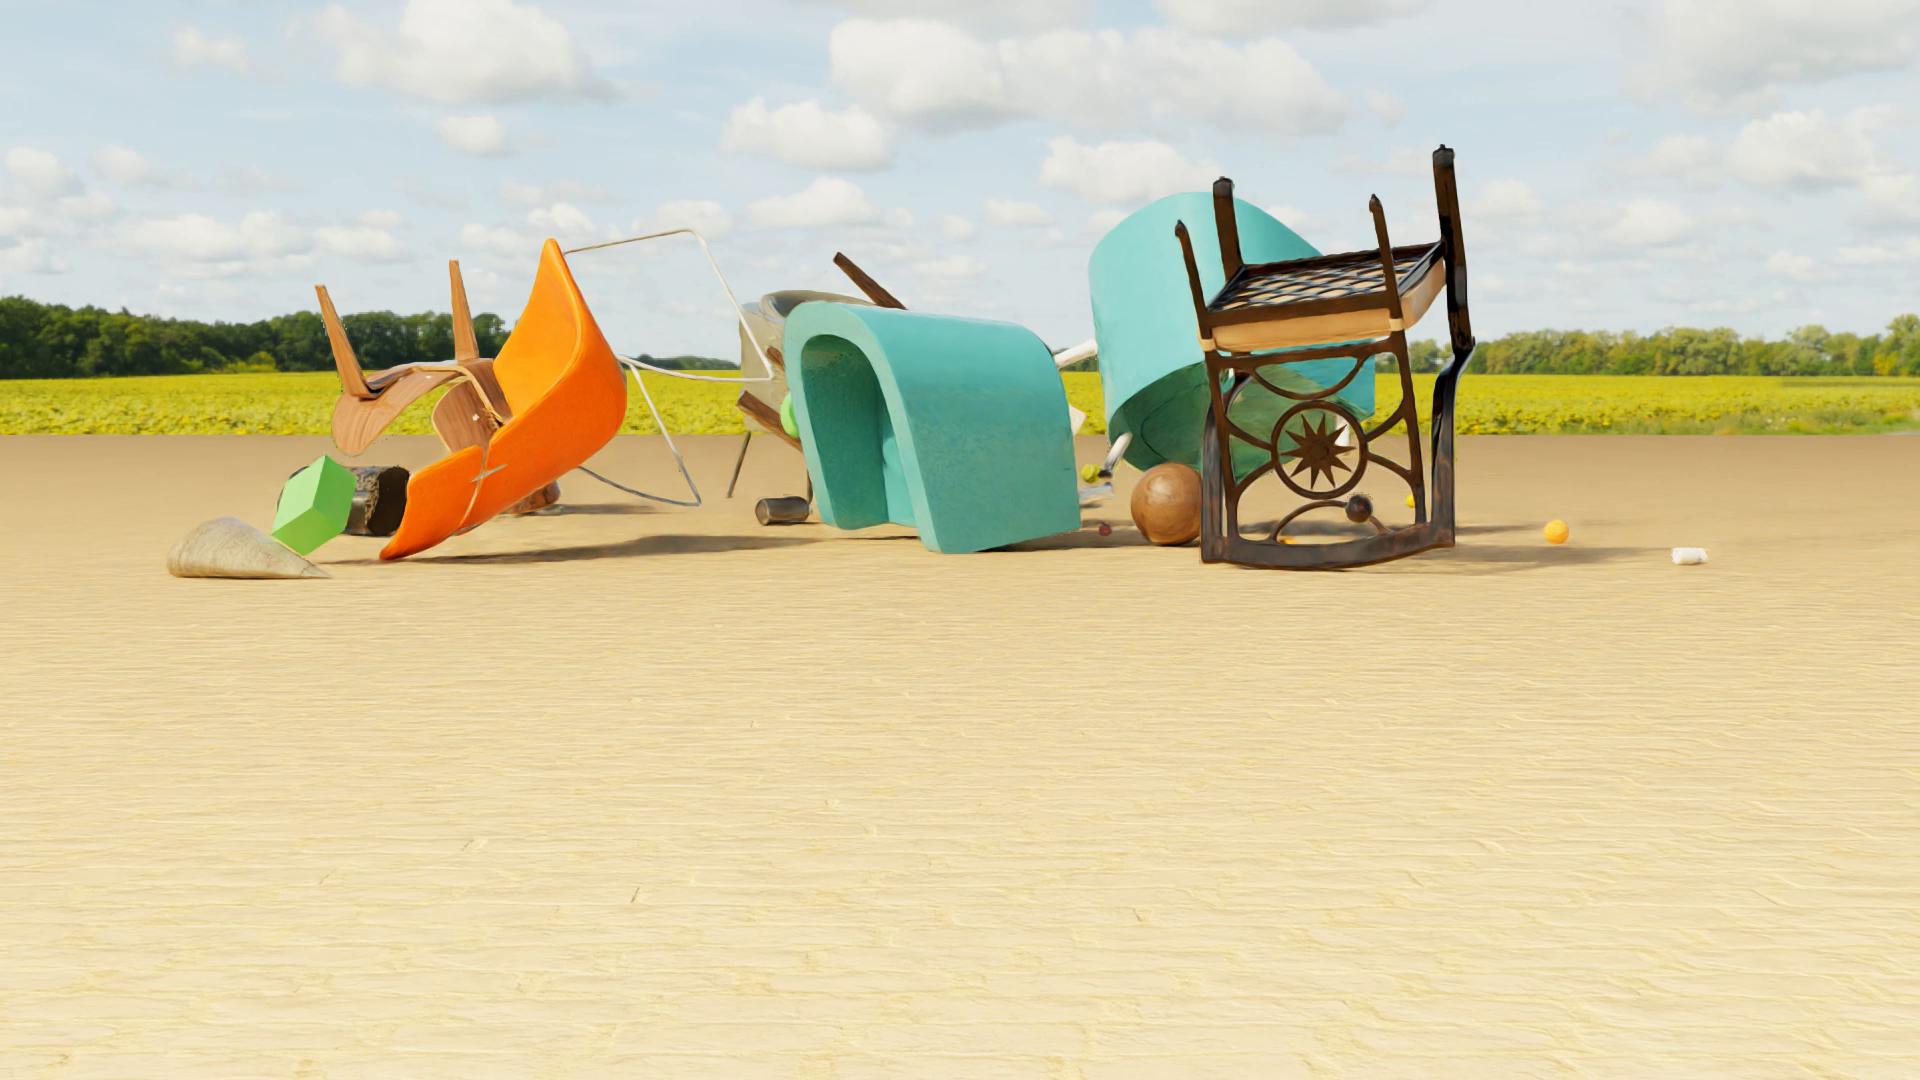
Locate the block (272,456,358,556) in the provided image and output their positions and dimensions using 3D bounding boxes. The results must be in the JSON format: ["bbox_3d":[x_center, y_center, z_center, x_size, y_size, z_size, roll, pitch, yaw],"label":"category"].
[{"bbox_3d":[-1.651,-0.087,5.628,0.158,0.188,0.106,-29,-51,26],"label":"block"}]

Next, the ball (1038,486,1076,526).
[{"bbox_3d":[0.322,-0.112,7.255,0.127,0.127,0.127,0,4,0],"label":"ball"}]

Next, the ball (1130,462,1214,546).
[{"bbox_3d":[0.606,-0.102,6.287,0.240,0.240,0.240,0,4,0],"label":"ball"}]

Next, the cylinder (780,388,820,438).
[{"bbox_3d":[-0.522,-0.415,7.183,0.106,0.154,0.084,3,-8,-25],"label":"cylinder"}]

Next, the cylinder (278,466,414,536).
[{"bbox_3d":[-1.895,-0.123,6.790,0.308,0.191,0.289,1,28,18],"label":"cylinder"}]

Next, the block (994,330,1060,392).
[{"bbox_3d":[0.233,-0.625,7.678,0.153,0.111,0.209,-31,22,-2],"label":"block"}]

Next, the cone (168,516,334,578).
[{"bbox_3d":[-1.643,0.054,5.247,0.351,0.131,0.315,13,19,13],"label":"cone"}]
